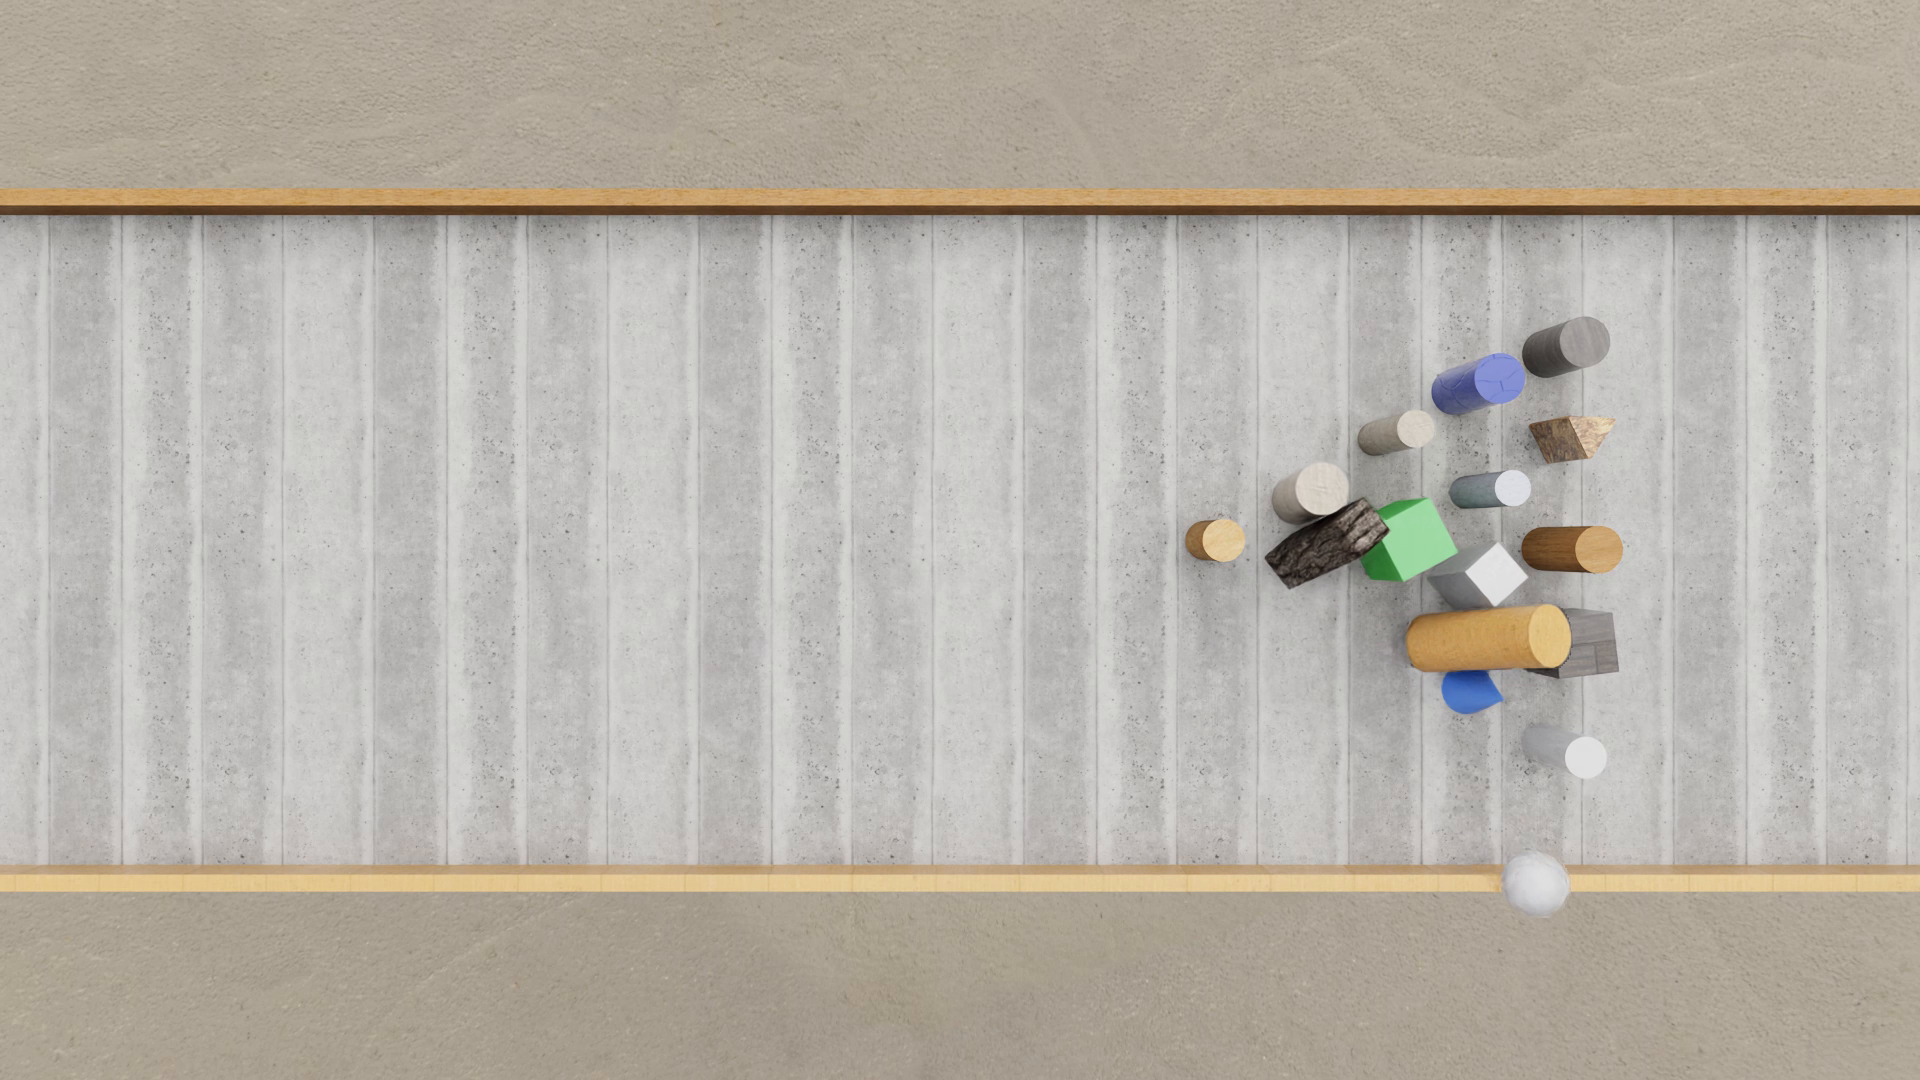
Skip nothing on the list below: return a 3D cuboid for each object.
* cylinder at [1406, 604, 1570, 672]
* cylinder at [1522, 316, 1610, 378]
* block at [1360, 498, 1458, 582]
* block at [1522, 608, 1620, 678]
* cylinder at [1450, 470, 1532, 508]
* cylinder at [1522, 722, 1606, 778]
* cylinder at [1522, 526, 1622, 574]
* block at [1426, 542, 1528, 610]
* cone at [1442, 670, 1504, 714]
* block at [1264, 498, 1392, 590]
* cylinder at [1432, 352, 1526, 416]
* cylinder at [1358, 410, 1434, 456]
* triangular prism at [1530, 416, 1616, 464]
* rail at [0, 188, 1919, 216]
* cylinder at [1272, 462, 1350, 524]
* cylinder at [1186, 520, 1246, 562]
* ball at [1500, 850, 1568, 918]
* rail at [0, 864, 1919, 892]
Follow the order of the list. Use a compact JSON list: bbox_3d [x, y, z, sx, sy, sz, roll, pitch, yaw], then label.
[{"bbox_3d":[1.541,0.293,4.837,0.178,0.455,0.178,4,82,-31],"label":"cylinder"},{"bbox_3d":[1.803,-0.572,4.918,0.147,0.317,0.147,0,90,0],"label":"cylinder"},{"bbox_3d":[1.303,0.000,4.895,0.178,0.360,0.178,-28,90,-1],"label":"block"},{"bbox_3d":[1.809,0.305,4.920,0.174,0.313,0.174,-7,90,0],"label":"block"},{"bbox_3d":[1.558,-0.146,4.861,0.102,0.431,0.102,0,90,0],"label":"cylinder"},{"bbox_3d":[1.790,0.622,4.896,0.120,0.361,0.120,0,90,0],"label":"cylinder"},{"bbox_3d":[1.795,0.027,4.853,0.134,0.446,0.134,0,90,0],"label":"cylinder"},{"bbox_3d":[1.536,0.112,4.916,0.133,0.308,0.133,-40,90,-7],"label":"block"},{"bbox_3d":[1.561,0.458,4.900,0.157,0.352,0.157,0,90,0],"label":"cone"},{"bbox_3d":[1.072,0.015,4.843,0.124,0.450,0.124,-38,89,-21],"label":"block"},{"bbox_3d":[1.522,-0.456,4.863,0.143,0.426,0.143,0,90,0],"label":"cylinder"},{"bbox_3d":[1.277,-0.312,4.848,0.106,0.457,0.106,0,90,0],"label":"cylinder"},{"bbox_3d":[1.800,-0.323,4.909,0.117,0.335,0.135,34,90,0],"label":"triangular prism"},{"bbox_3d":[-2.247,-1.025,5.002,12.000,0.150,0.050,0,90,0],"label":"rail"},{"bbox_3d":[1.029,-0.133,4.862,0.151,0.419,0.151,0,87,2],"label":"cylinder"},{"bbox_3d":[0.754,0.001,4.895,0.122,0.364,0.122,0,90,0],"label":"cylinder"},{"bbox_3d":[1.637,0.980,4.700,0.185,0.185,0.185,0,90,0],"label":"ball"},{"bbox_3d":[-2.247,1.025,5.001,12.000,0.150,0.050,0,90,0],"label":"rail"}]
